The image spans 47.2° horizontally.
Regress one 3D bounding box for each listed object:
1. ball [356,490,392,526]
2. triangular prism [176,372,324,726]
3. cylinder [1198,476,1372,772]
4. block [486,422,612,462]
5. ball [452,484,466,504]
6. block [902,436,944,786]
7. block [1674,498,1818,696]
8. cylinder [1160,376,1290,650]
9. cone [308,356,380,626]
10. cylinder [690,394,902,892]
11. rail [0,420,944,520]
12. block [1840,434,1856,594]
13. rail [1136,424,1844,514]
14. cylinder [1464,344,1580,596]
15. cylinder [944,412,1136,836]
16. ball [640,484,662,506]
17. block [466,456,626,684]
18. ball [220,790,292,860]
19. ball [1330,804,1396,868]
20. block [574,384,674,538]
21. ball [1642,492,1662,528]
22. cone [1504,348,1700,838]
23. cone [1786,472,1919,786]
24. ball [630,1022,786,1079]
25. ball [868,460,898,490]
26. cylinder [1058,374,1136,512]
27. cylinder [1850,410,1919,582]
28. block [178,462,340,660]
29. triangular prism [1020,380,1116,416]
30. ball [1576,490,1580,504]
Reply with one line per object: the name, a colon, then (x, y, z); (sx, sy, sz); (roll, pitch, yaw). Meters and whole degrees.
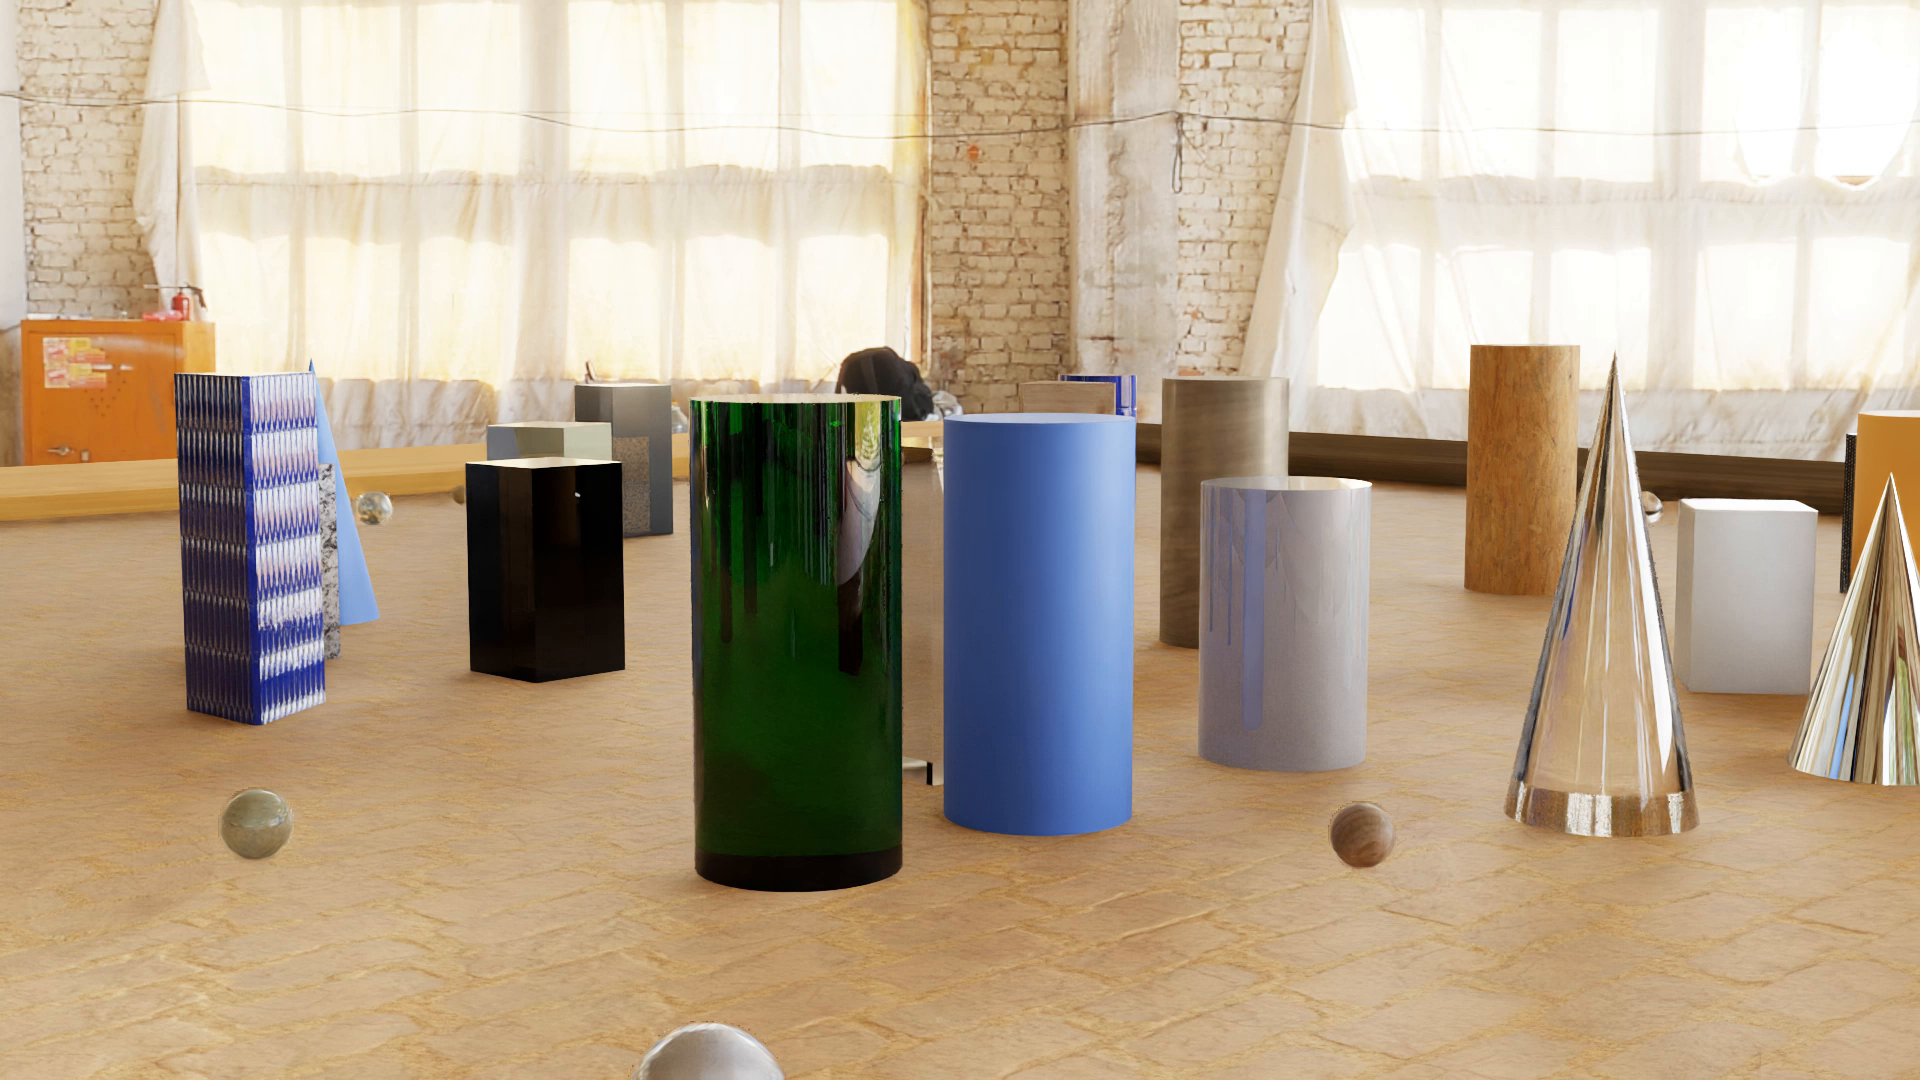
ball: (-1.154, -0.062, 4.331); (0.070, 0.070, 0.070); (0, 6, 0)
triangular prism: (-0.748, 0.003, 2.379); (0.142, 0.366, 0.123); (6, 8, 42)
cylinder: (0.316, 0.078, 2.147); (0.164, 0.267, 0.164); (0, 6, 0)
block: (-0.606, -0.041, 3.257); (0.131, 0.261, 0.131); (3, 7, 22)
ball: (-1.085, -0.099, 4.789); (0.043, 0.043, 0.043); (0, 6, 0)
block: (-0.019, 0.062, 2.095); (0.131, 0.310, 0.131); (-5, 8, -41)
block: (0.906, 0.063, 2.545); (0.131, 0.209, 0.131); (1, 6, 10)
cylinder: (0.343, -0.039, 2.861); (0.164, 0.343, 0.164); (0, 6, 0)
cone: (-0.897, -0.072, 3.058); (0.164, 0.366, 0.164); (0, 6, 0)
cylinder: (-0.127, 0.073, 1.719); (0.164, 0.369, 0.164); (0, 6, 0)
rail: (-1.422, -0.140, 4.865); (4.395, 0.106, 0.045); (-6, 8, -42)
block: (1.426, -0.036, 3.303); (0.131, 0.242, 0.131); (-3, 7, -25)
rail: (1.598, -0.133, 4.799); (0.045, 0.106, 4.242); (-6, 8, -42)
cylinder: (0.863, -0.112, 3.380); (0.164, 0.375, 0.164); (0, 6, 0)
cylinder: (0.068, 0.067, 1.894); (0.164, 0.344, 0.164); (0, 6, 0)
ball: (-0.666, -0.096, 4.742); (0.047, 0.047, 0.047); (0, 6, 0)
block: (-0.497, 0.032, 2.637); (0.131, 0.251, 0.131); (6, 8, 42)
ball: (-0.562, 0.227, 1.755); (0.055, 0.055, 0.055); (0, 6, 0)
ball: (0.316, 0.232, 1.728); (0.051, 0.051, 0.051); (0, 6, 0)
block: (-0.638, -0.153, 4.177); (0.131, 0.283, 0.131); (-6, 8, -41)
ball: (1.331, -0.059, 4.285); (0.073, 0.073, 0.073); (0, 6, 0)
cone: (0.556, 0.037, 1.886); (0.164, 0.405, 0.164); (0, 6, 0)
cone: (0.877, 0.076, 2.086); (0.164, 0.283, 0.164); (0, 6, 0)
ball: (-0.127, 0.285, 1.106); (0.082, 0.082, 0.082); (0, 6, 0)
ball: (-0.180, -0.154, 5.169); (0.069, 0.069, 0.069); (0, 6, 0)
cylinder: (0.289, -0.205, 4.636); (0.164, 0.287, 0.164); (0, 6, 0)
cylinder: (1.047, 0.026, 2.365); (0.164, 0.322, 0.164); (0, 6, 0)
block: (-0.865, 0.028, 2.718); (0.131, 0.242, 0.131); (4, 8, 35)
triangular prism: (0.140, -0.069, 3.219); (0.142, 0.325, 0.123); (-2, 6, -14)
ball: (1.268, -0.073, 4.438); (0.068, 0.068, 0.068); (0, 6, 0)
